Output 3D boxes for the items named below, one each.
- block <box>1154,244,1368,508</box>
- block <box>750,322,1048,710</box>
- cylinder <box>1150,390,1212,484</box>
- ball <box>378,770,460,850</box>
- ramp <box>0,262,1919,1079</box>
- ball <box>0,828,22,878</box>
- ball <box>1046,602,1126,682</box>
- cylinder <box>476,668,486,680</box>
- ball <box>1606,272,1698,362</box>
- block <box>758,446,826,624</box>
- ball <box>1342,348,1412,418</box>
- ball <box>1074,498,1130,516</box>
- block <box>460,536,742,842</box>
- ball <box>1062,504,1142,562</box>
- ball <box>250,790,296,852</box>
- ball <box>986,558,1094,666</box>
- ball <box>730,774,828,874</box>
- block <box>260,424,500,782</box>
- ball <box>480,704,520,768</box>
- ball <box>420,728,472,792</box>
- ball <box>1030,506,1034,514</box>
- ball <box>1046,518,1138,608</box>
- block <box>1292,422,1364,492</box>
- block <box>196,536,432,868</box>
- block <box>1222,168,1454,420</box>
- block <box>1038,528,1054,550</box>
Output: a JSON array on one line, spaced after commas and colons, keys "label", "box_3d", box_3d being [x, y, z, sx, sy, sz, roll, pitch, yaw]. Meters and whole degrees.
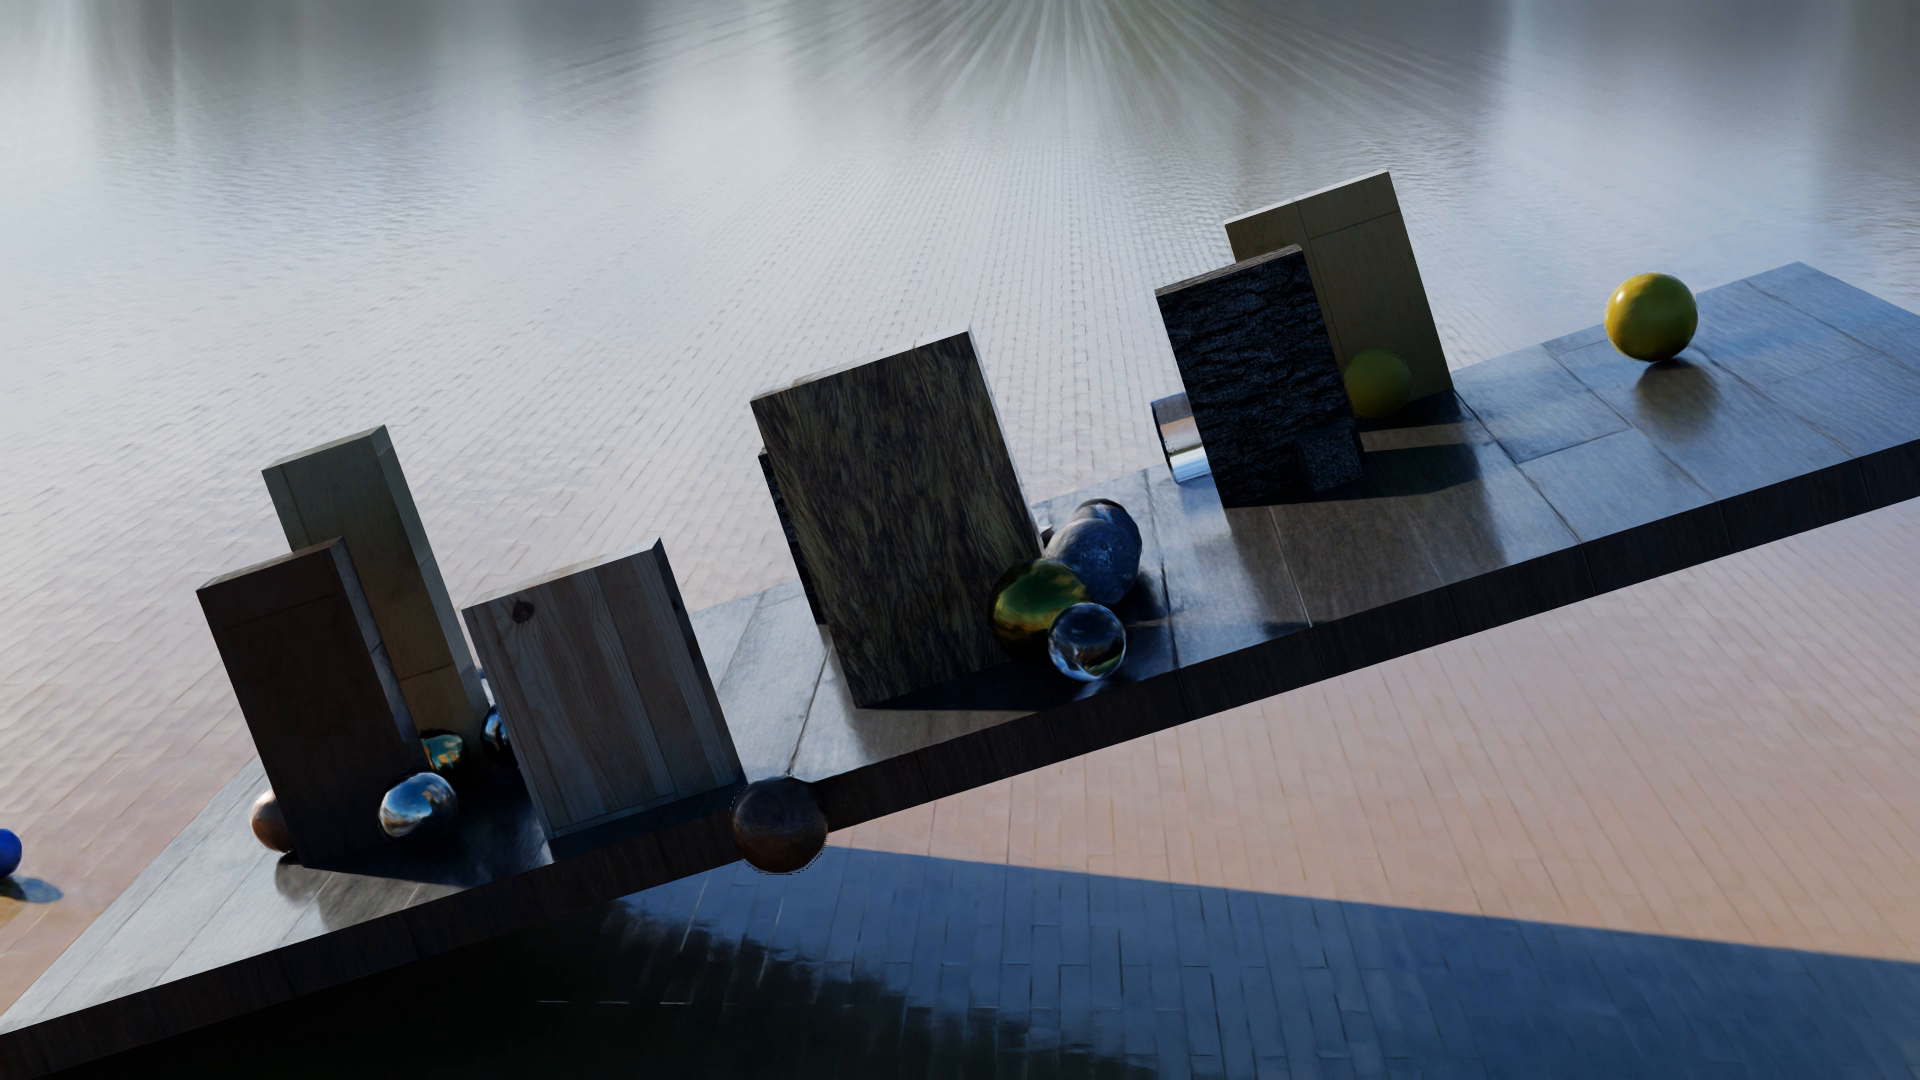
[{"label": "block", "box_3d": [0.663, -0.362, 6.494, 0.332, 0.493, 0.139, -18, 11, 6]}, {"label": "block", "box_3d": [-0.093, -0.046, 5.772, 0.443, 0.644, 0.125, -18, 11, 6]}, {"label": "cylinder", "box_3d": [0.577, -0.259, 6.900, 0.207, 0.207, 0.207, -17, 10, 8]}, {"label": "ball", "box_3d": [-1.071, 0.535, 5.821, 0.159, 0.159, 0.159, 0, 12, 0]}, {"label": "ramp", "box_3d": [0.104, 0.182, 6.308, 4.000, 0.100, 2.000, -18, 11, 6]}, {"label": "ball", "box_3d": [-2.215, 0.719, 6.757, 0.117, 0.117, 0.117, 0, 12, 0]}, {"label": "ball", "box_3d": [0.232, 0.187, 5.388, 0.147, 0.147, 0.147, 0, 12, 0]}, {"label": "cylinder", "box_3d": [-1.299, 0.426, 8.055, 0.153, 0.153, 0.153, -4, 12, -17]}, {"label": "ball", "box_3d": [1.524, -0.491, 6.478, 0.199, 0.199, 0.199, 0, 12, 0]}, {"label": "block", "box_3d": [-0.204, -0.072, 6.729, 0.393, 0.411, 0.145, -18, 11, 6]}, {"label": "ball", "box_3d": [0.976, -0.368, 6.883, 0.164, 0.164, 0.164, 0, 12, 0]}, {"label": "ball", "box_3d": [0.302, -0.018, 6.318, 0.143, 0.143, 0.143, 0, 12, 0]}, {"label": "block", "box_3d": [-0.676, 0.282, 5.570, 0.380, 0.473, 0.112, -18, 11, 6]}, {"label": "ball", "box_3d": [0.289, 0.012, 6.096, 0.176, 0.176, 0.176, 0, 12, 0]}, {"label": "ball", "box_3d": [-1.427, 0.590, 6.209, 0.138, 0.138, 0.138, 0, 12, 0]}, {"label": "ball", "box_3d": [0.154, 0.138, 5.614, 0.205, 0.205, 0.205, 0, 12, 0]}, {"label": "ball", "box_3d": [-0.319, 0.501, 5.194, 0.173, 0.173, 0.173, 0, 12, 0]}, {"label": "block", "box_3d": [-1.230, 0.162, 6.316, 0.246, 0.772, 0.143, -18, 11, 6]}, {"label": "ball", "box_3d": [-0.949, 0.411, 6.267, 0.149, 0.149, 0.149, 0, 12, 0]}, {"label": "ball", "box_3d": [-1.108, 0.473, 6.228, 0.148, 0.148, 0.148, 0, 12, 0]}, {"label": "ball", "box_3d": [0.094, -0.049, 6.781, 0.150, 0.150, 0.150, 0, 12, 0]}, {"label": "ball", "box_3d": [0.262, 0.051, 5.907, 0.191, 0.191, 0.191, 0, 12, 0]}, {"label": "block", "box_3d": [0.798, -0.179, 6.380, 0.109, 0.109, 0.109, -19, 11, -2]}, {"label": "block", "box_3d": [-1.303, 0.331, 6.018, 0.290, 0.612, 0.120, -18, 11, 6]}, {"label": "block", "box_3d": [0.896, -0.560, 6.977, 0.401, 0.537, 0.092, -18, 11, 6]}, {"label": "block", "box_3d": [0.114, 0.072, 6.159, 0.152, 0.152, 0.152, -25, 12, -29]}]
